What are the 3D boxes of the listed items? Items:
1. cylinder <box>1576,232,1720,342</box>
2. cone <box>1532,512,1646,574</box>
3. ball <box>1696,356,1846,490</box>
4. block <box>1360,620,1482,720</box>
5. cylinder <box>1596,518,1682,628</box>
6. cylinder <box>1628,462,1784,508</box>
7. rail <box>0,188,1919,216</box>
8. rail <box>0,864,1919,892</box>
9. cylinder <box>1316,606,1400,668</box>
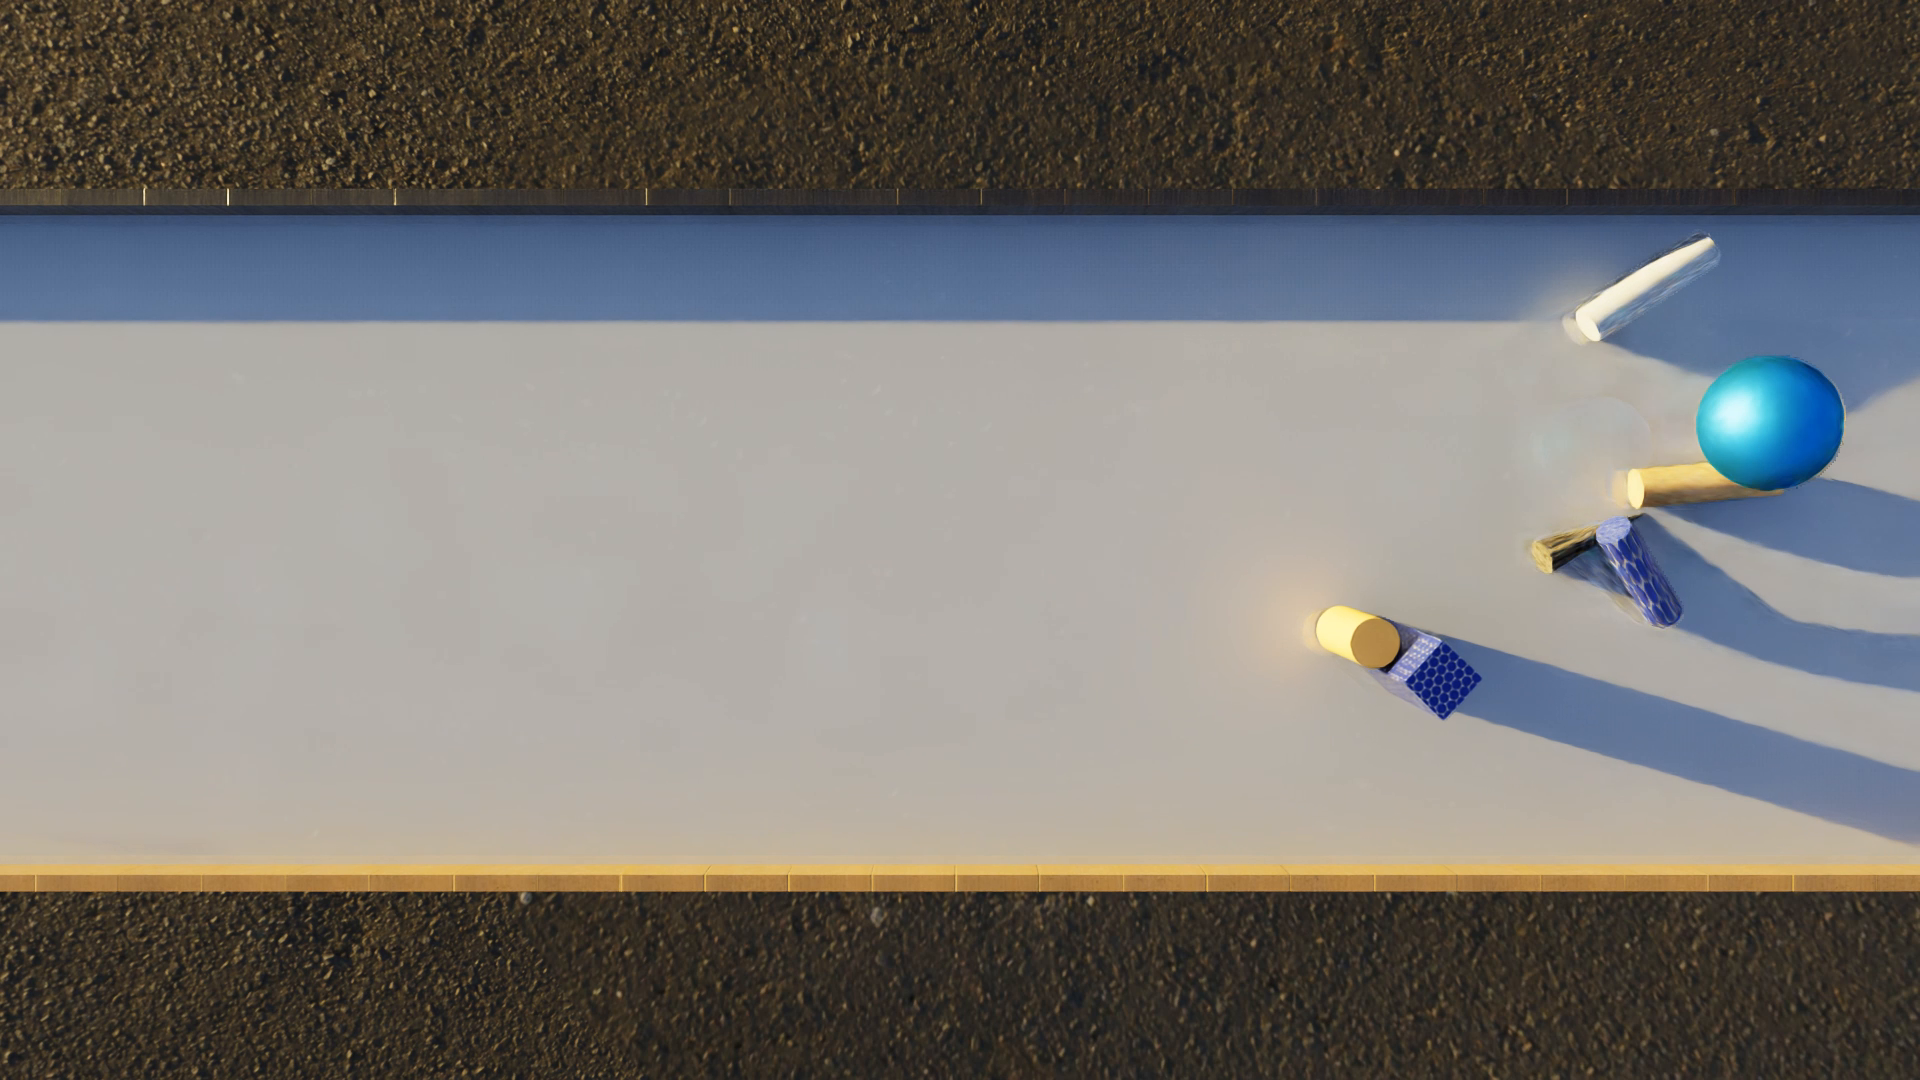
[{"bbox_3d":[2.091,-0.771,5.020,0.434,0.113,0.113,-33,90,0],"label":"cylinder"},{"bbox_3d":[1.945,-0.017,5.050,0.373,0.106,0.106,-22,90,-8],"label":"cone"},{"bbox_3d":[2.193,-0.316,4.469,0.363,0.363,0.363,0,90,0],"label":"ball"},{"bbox_3d":[1.339,0.376,4.854,0.162,0.426,0.162,43,90,-8],"label":"block"},{"bbox_3d":[2.035,0.100,4.942,0.107,0.107,0.384,-41,117,0],"label":"cylinder"},{"bbox_3d":[2.270,-0.176,5.017,0.433,0.119,0.119,-5,90,0],"label":"cylinder"},{"bbox_3d":[-2.247,-1.025,5.002,12.000,0.150,0.050,0,90,0],"label":"rail"},{"bbox_3d":[-2.247,1.025,5.001,12.000,0.150,0.050,0,90,0],"label":"rail"},{"bbox_3d":[1.183,0.287,4.914,0.147,0.310,0.147,0,94,-6],"label":"cylinder"}]
